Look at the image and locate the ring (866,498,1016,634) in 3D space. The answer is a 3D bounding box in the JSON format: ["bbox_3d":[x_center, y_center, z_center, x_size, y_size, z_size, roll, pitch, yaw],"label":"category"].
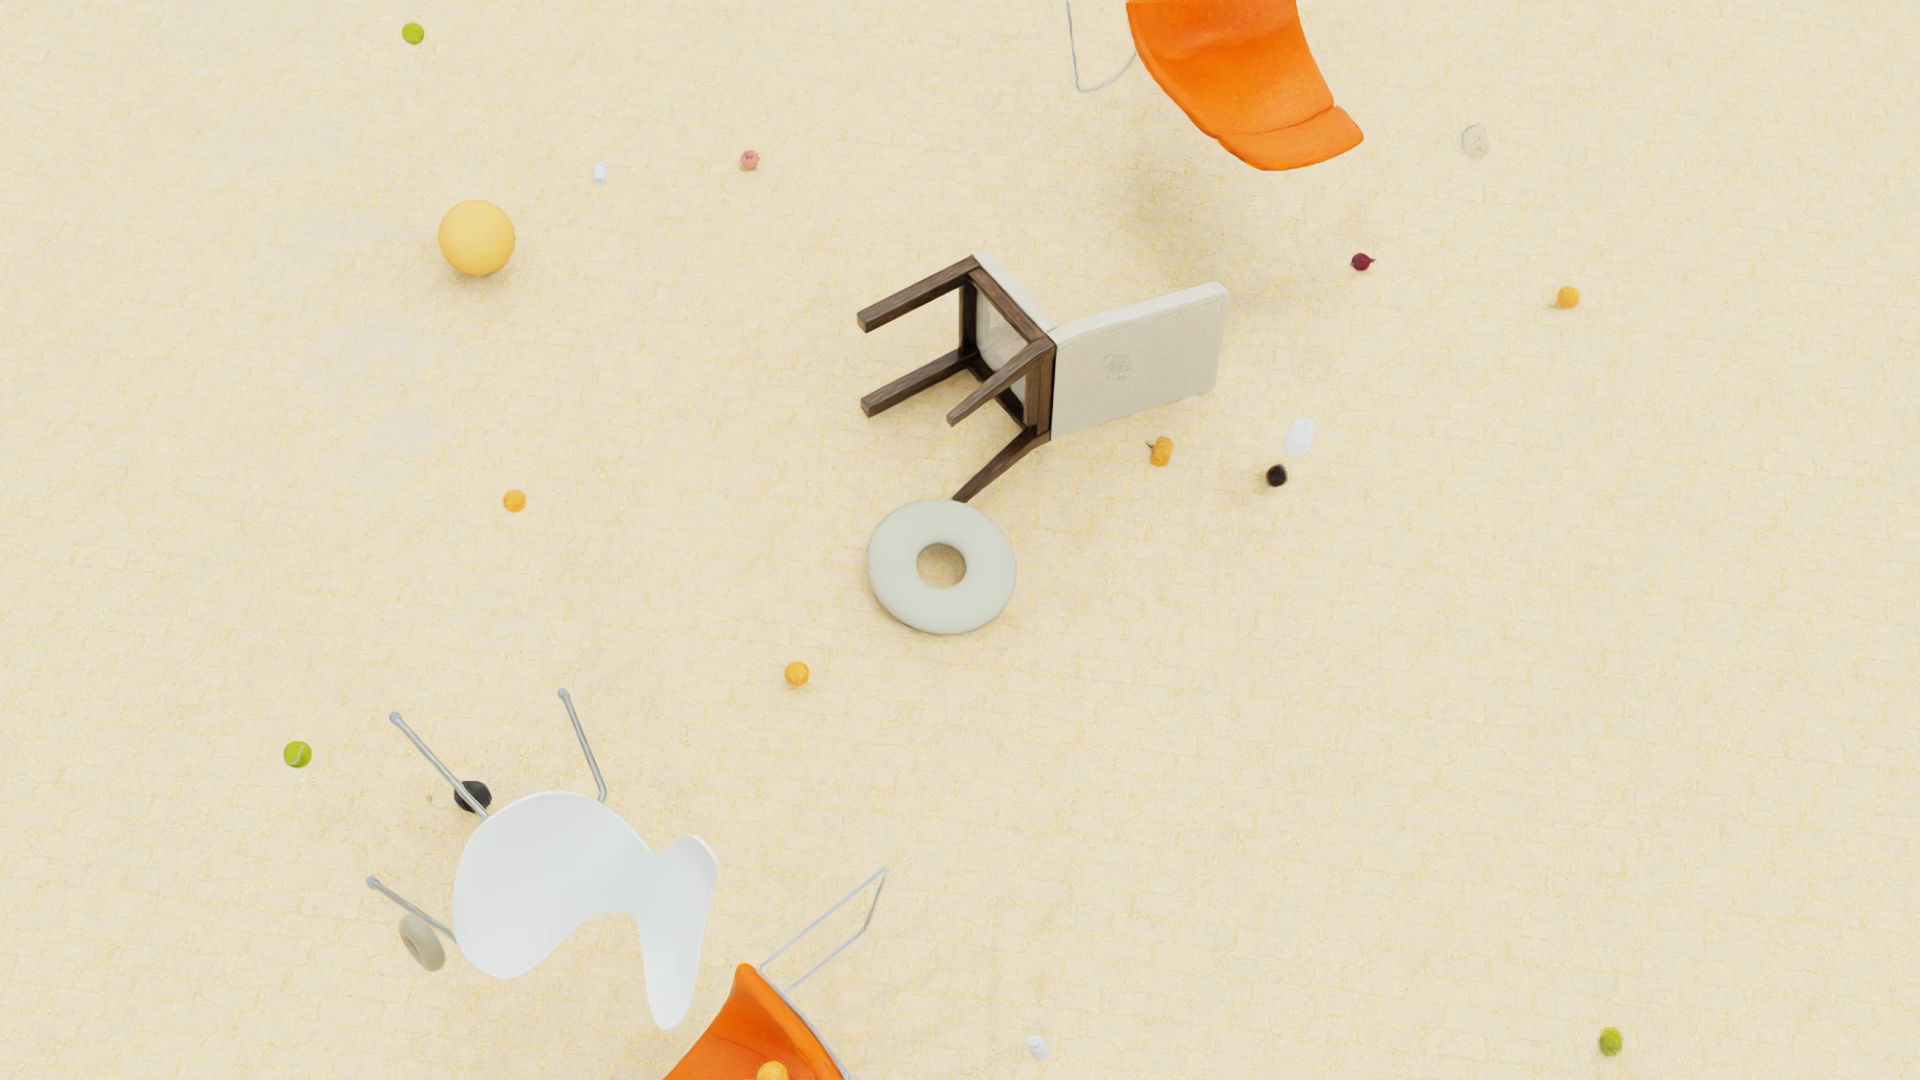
[{"bbox_3d":[-0.055,0.075,6.444,0.451,0.073,0.417,31,70,10],"label":"ring"}]

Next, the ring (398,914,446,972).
[{"bbox_3d":[-1.288,0.964,5.262,0.131,0.226,0.052,38,62,21],"label":"ring"}]

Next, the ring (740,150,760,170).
[{"bbox_3d":[-0.708,-1.282,7.409,0.062,0.042,0.067,17,61,12],"label":"ring"}]

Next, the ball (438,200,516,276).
[{"bbox_3d":[-1.556,-0.973,7.080,0.244,0.244,0.244,0,56,0],"label":"ball"}]

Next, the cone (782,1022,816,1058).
[{"bbox_3d":[-0.407,1.284,5.692,0.111,0.078,0.054,49,25,4],"label":"cone"}]

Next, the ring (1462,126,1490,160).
[{"bbox_3d":[1.743,-1.344,7.435,0.105,0.021,0.116,-3,88,-15],"label":"ring"}]

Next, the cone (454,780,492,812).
[{"bbox_3d":[-1.357,0.698,6.071,0.109,0.086,0.085,29,82,-28],"label":"cone"}]
